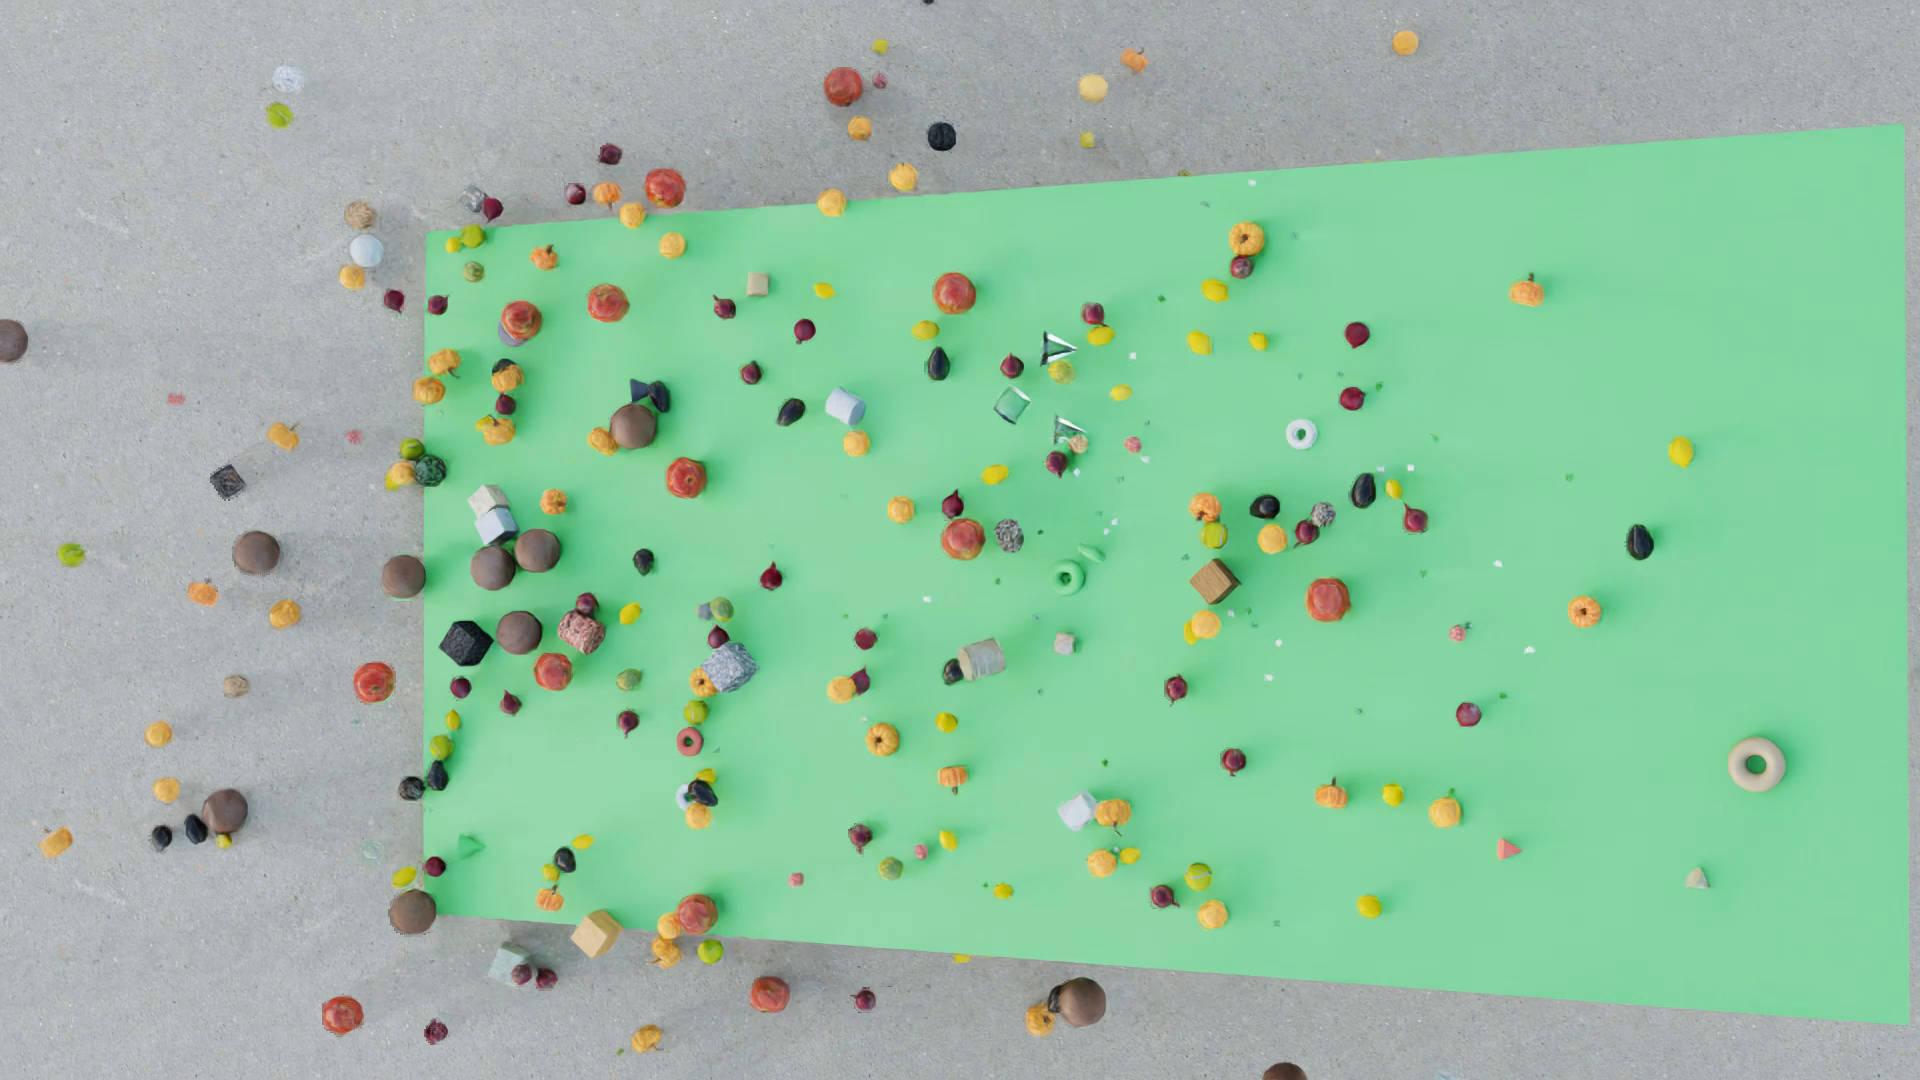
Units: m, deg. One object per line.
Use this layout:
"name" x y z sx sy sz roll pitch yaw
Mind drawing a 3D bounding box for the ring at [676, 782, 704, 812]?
"ring" -0.746 0.712 6.080 0.084 0.028 0.084 0 90 22

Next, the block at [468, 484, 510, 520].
"block" -1.356 -0.108 6.329 0.071 0.071 0.071 -40 75 18

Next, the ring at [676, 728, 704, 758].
"ring" -0.748 0.560 6.083 0.083 0.028 0.083 -1 88 24

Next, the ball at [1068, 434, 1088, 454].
"ball" 0.303 -0.245 5.628 0.051 0.051 0.051 0 89 0

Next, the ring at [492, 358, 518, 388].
"ring" -1.311 -0.479 6.337 0.087 0.029 0.087 -1 88 23

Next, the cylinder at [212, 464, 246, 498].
"cylinder" -2.168 -0.174 6.516 0.071 0.071 0.071 -35 91 0

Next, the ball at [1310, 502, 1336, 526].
"ball" 0.882 -0.062 5.339 0.061 0.061 0.061 0 89 0

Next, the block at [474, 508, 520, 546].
"block" -1.329 -0.036 6.313 0.076 0.076 0.076 -34 77 19

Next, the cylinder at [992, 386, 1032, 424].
"cylinder" 0.134 -0.350 5.690 0.073 0.073 0.073 37 104 0

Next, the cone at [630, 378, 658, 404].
"cone" -0.881 -0.419 6.148 0.075 0.075 0.075 -5 89 -3

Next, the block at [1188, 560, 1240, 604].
"block" 0.633 0.105 5.466 0.080 0.080 0.080 -44 74 17

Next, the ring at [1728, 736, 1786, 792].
"ring" 1.803 0.508 4.978 0.126 0.042 0.126 -1 89 27

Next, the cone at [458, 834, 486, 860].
"cone" -1.405 0.888 6.358 0.077 0.077 0.077 -2 89 -3

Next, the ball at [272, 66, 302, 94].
"ball" -1.997 -1.367 6.527 0.083 0.083 0.083 0 89 0

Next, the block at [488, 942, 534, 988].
"block" -1.325 1.254 6.491 0.091 0.091 0.091 23 89 0

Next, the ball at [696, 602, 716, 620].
"ball" -0.700 0.196 6.053 0.051 0.051 0.051 0 89 0

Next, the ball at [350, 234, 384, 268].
"ball" -1.754 -0.855 6.501 0.096 0.096 0.096 0 89 0

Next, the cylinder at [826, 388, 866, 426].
"cylinder" -0.305 -0.356 5.876 0.078 0.078 0.078 27 89 24

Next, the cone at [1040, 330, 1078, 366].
"cone" 0.257 -0.492 5.655 0.095 0.095 0.095 3 89 -3

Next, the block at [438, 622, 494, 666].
"block" -1.424 0.299 6.342 0.092 0.092 0.092 38 104 19

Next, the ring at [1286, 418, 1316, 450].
"ring" 0.841 -0.262 5.411 0.077 0.026 0.077 0 91 24

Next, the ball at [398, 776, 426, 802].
"ball" -1.601 0.726 6.422 0.075 0.075 0.075 0 89 0

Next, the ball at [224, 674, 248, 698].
"ball" -2.145 0.432 6.513 0.068 0.068 0.068 0 89 0

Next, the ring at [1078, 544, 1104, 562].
"ring" 0.333 0.032 5.596 0.077 0.077 0.026 27 94 0

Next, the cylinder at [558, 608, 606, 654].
"cylinder" -1.064 0.256 6.185 0.095 0.095 0.095 29 89 21

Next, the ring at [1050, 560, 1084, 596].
"ring" 0.273 0.097 5.648 0.094 0.031 0.094 0 90 22

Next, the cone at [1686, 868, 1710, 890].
"cone" 1.698 0.786 5.030 0.053 0.053 0.053 33 89 -7

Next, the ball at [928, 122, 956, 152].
"ball" -0.050 -1.133 6.182 0.082 0.082 0.082 0 89 0

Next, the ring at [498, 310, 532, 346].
"ring" -1.281 -0.608 6.321 0.106 0.035 0.106 0 90 19

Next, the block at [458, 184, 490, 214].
"block" -1.429 -1.002 6.462 0.058 0.058 0.058 36 98 3

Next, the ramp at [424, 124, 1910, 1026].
"ramp" 0.283 0.085 5.715 4.000 0.100 2.000 0 89 23

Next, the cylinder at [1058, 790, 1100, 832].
"cylinder" 0.305 0.690 5.602 0.077 0.077 0.077 -41 89 18

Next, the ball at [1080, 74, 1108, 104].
"ball" 0.377 -1.273 6.204 0.081 0.081 0.081 0 89 0

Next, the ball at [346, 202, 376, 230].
"ball" -1.777 -0.962 6.522 0.083 0.083 0.083 0 89 0

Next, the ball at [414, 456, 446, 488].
"ball" -1.542 -0.200 6.398 0.093 0.093 0.093 0 89 0

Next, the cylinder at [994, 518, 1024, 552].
"cylinder" 0.127 -0.011 5.644 0.066 0.066 0.066 -4 63 9

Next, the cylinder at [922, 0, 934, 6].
"cylinder" -0.094 -1.633 6.540 0.060 0.060 0.060 31 89 0

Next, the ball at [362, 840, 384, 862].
"ball" -1.735 0.919 6.499 0.061 0.061 0.061 0 89 0

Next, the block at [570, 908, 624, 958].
"block" -1.016 1.102 6.160 0.087 0.087 0.087 40 108 15

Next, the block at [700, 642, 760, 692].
"block" -0.626 0.347 5.996 0.096 0.096 0.096 -42 74 17

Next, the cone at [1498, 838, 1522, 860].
"cone" 1.305 0.733 5.200 0.054 0.054 0.054 6 89 -3
